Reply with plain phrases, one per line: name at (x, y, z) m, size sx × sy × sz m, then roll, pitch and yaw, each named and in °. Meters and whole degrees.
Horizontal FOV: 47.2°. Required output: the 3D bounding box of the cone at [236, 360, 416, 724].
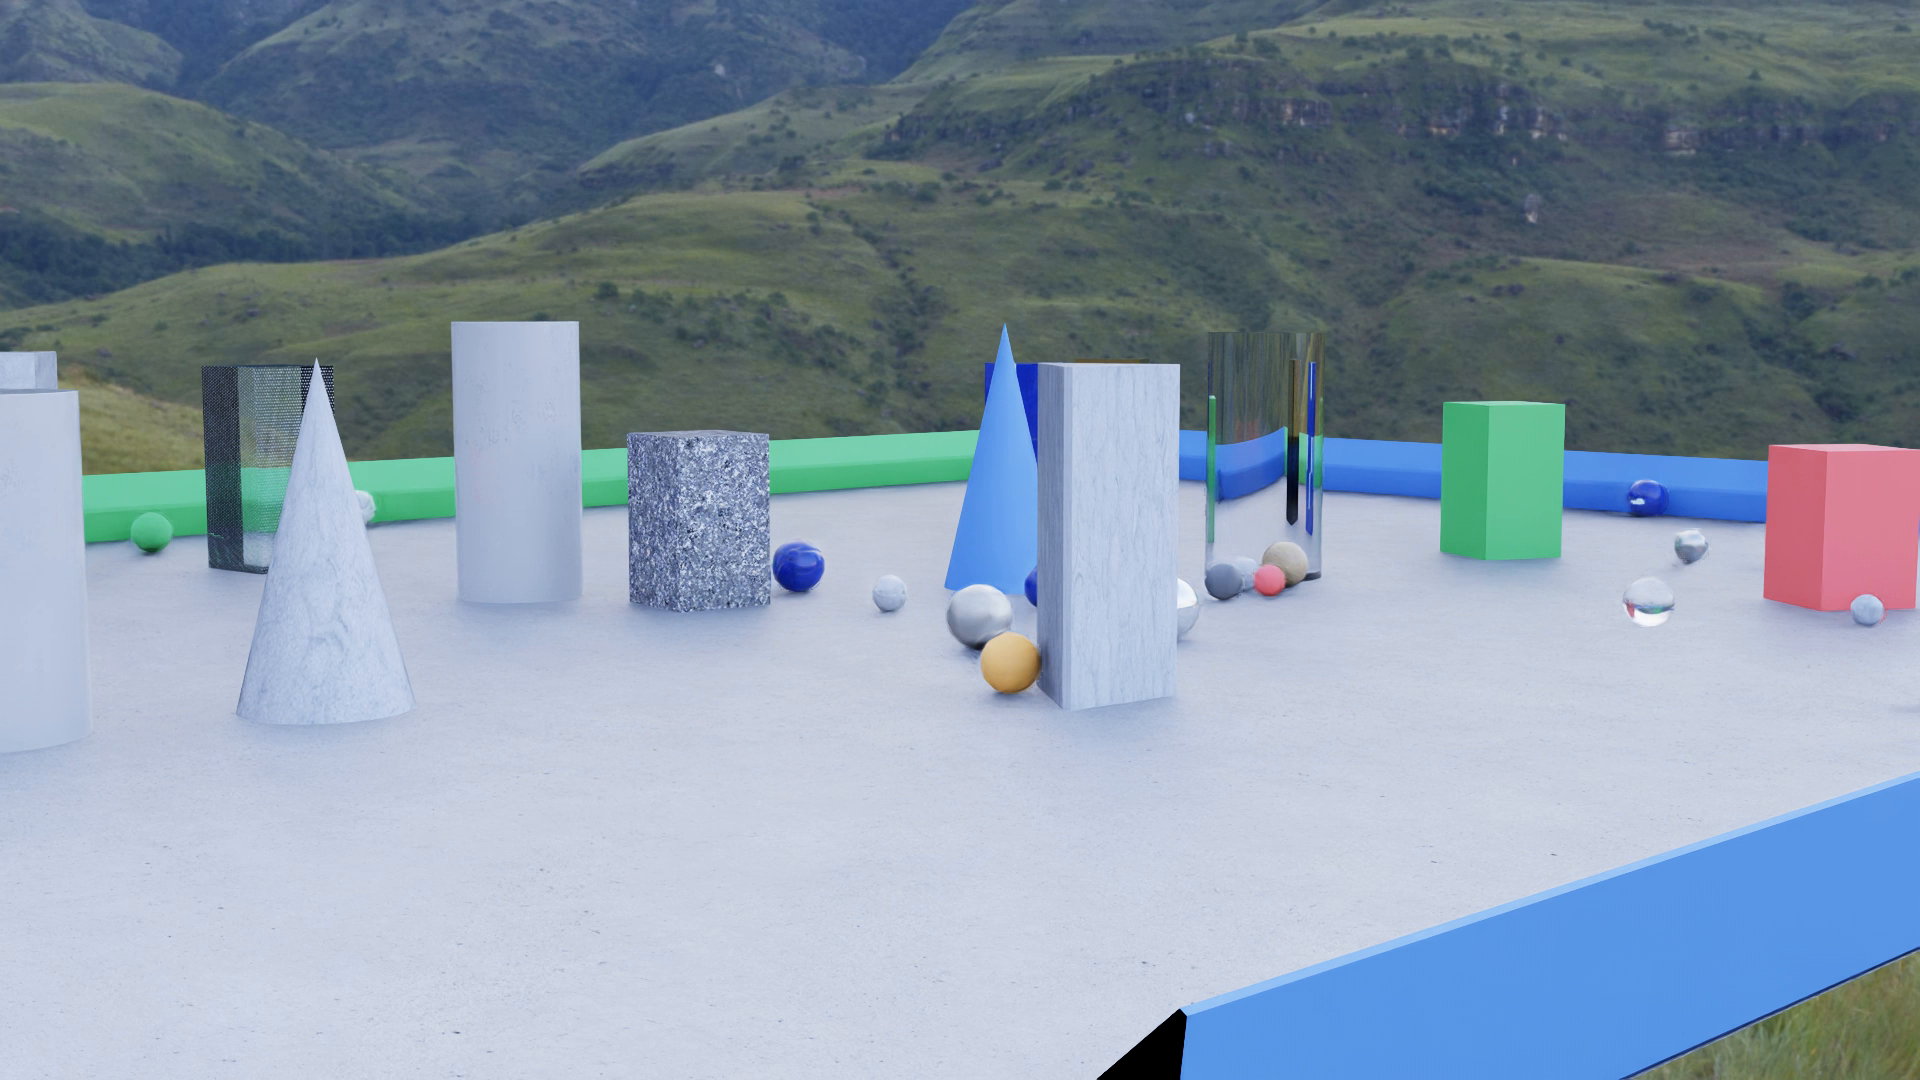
cone at (-0.709, -0.007, 2.444) m, size 0.194 × 0.392 × 0.194 m, roll 0°, pitch 6°, yaw 0°

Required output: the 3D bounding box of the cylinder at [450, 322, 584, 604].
cylinder at (-0.687, -0.126, 3.418) m, size 0.194 × 0.426 × 0.194 m, roll 0°, pitch 6°, yaw 0°

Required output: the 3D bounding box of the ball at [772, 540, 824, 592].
ball at (-0.256, 0.040, 3.475) m, size 0.084 × 0.084 × 0.084 m, roll 0°, pitch 6°, yaw 0°

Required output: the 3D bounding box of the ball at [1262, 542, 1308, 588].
ball at (0.522, 0.039, 3.531) m, size 0.075 × 0.075 × 0.075 m, roll 0°, pitch 6°, yaw 0°

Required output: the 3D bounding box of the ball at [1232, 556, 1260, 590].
ball at (0.452, 0.053, 3.492) m, size 0.054 × 0.054 × 0.054 m, roll 0°, pitch 6°, yaw 0°

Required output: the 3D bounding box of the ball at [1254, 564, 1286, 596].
ball at (0.482, 0.063, 3.422) m, size 0.050 × 0.050 × 0.050 m, roll 0°, pitch 6°, yaw 0°

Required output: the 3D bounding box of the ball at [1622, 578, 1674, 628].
ball at (0.967, 0.088, 3.088) m, size 0.070 × 0.070 × 0.070 m, roll 0°, pitch 6°, yaw 0°

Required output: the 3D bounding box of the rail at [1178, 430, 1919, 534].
rail at (1.536, -0.115, 4.741) m, size 0.045 × 0.126 × 3.577 m, roll -5°, pitch 8°, yaw -42°

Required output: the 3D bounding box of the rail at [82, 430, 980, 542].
rail at (-1.197, -0.102, 4.622) m, size 4.227 × 0.126 × 0.045 m, roll -5°, pitch 8°, yaw -42°

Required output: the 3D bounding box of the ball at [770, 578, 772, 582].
ball at (-0.318, 0.063, 3.434) m, size 0.047 × 0.047 × 0.047 m, roll 0°, pitch 6°, yaw 0°

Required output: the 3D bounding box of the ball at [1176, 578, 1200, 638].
ball at (0.283, 0.091, 2.985) m, size 0.085 × 0.085 × 0.085 m, roll 0°, pitch 6°, yaw 0°

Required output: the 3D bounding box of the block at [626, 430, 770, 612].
block at (-0.396, -0.032, 3.333) m, size 0.156 × 0.258 × 0.156 m, roll -4°, pitch 7°, yaw -37°

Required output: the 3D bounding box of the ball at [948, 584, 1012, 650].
ball at (0.026, 0.101, 2.884) m, size 0.086 × 0.086 × 0.086 m, roll 0°, pitch 6°, yaw 0°

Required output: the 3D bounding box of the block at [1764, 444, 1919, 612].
block at (1.335, -0.022, 3.332) m, size 0.156 × 0.237 × 0.156 m, roll -1°, pitch 6°, yaw -11°

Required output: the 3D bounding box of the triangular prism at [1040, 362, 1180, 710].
triangular prism at (0.140, -0.012, 2.539) m, size 0.168 × 0.382 × 0.146 m, roll -5°, pitch 8°, yaw -38°

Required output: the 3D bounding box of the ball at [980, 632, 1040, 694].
ball at (0.058, 0.143, 2.558) m, size 0.071 × 0.071 × 0.071 m, roll 0°, pitch 6°, yaw 0°

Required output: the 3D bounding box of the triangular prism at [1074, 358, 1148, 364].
triangular prism at (0.355, -0.217, 4.696) m, size 0.168 × 0.340 × 0.146 m, roll 5°, pitch 8°, yaw 42°

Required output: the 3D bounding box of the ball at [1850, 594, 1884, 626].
ball at (1.280, 0.099, 3.103) m, size 0.045 × 0.045 × 0.045 m, roll 0°, pitch 6°, yaw 0°

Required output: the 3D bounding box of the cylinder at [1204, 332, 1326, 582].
cylinder at (0.508, -0.142, 3.670) m, size 0.194 × 0.406 × 0.194 m, roll 0°, pitch 6°, yaw 0°

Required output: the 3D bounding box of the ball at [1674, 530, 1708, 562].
ball at (1.293, 0.011, 3.888) m, size 0.057 × 0.057 × 0.057 m, roll 0°, pitch 6°, yaw 0°

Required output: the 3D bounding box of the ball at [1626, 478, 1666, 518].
ball at (1.475, -0.090, 4.723) m, size 0.082 × 0.082 × 0.082 m, roll 0°, pitch 6°, yaw 0°

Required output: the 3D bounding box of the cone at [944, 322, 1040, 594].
cone at (0.071, -0.136, 3.526) m, size 0.194 × 0.424 × 0.194 m, roll 0°, pitch 6°, yaw 0°

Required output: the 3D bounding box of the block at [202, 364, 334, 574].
block at (-1.190, -0.126, 3.795) m, size 0.156 × 0.348 × 0.156 m, roll 5°, pitch 8°, yaw 39°

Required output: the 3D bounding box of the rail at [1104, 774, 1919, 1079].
rail at (1.197, 0.168, 2.042) m, size 4.227 × 0.126 × 0.045 m, roll -5°, pitch 8°, yaw -42°

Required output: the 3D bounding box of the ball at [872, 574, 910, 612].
ball at (-0.102, 0.079, 3.248) m, size 0.055 × 0.055 × 0.055 m, roll 0°, pitch 6°, yaw 0°

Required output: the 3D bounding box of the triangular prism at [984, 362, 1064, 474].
triangular prism at (0.161, -0.183, 4.379) m, size 0.168 × 0.339 × 0.146 m, roll 5°, pitch 8°, yaw 40°

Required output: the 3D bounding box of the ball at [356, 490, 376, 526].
ball at (-1.239, -0.065, 4.514) m, size 0.076 × 0.076 × 0.076 m, roll 0°, pitch 6°, yaw 0°

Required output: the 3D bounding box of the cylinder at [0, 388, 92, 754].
cylinder at (-1.011, 0.027, 2.280) m, size 0.194 × 0.360 × 0.194 m, roll 0°, pitch 6°, yaw 0°

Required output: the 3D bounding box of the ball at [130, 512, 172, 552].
ball at (-1.488, -0.014, 4.048) m, size 0.073 × 0.073 × 0.073 m, roll 0°, pitch 6°, yaw 0°

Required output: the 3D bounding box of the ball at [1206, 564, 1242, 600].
ball at (0.405, 0.064, 3.378) m, size 0.057 × 0.057 × 0.057 m, roll 0°, pitch 6°, yaw 0°

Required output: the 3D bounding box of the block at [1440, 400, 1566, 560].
block at (0.985, -0.111, 4.001) m, size 0.156 × 0.275 × 0.156 m, roll -2°, pitch 6°, yaw -18°

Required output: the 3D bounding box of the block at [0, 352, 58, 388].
block at (-1.556, -0.115, 3.561) m, size 0.156 × 0.376 × 0.156 m, roll -1°, pitch 6°, yaw -10°

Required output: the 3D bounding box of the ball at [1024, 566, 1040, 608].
ball at (0.129, 0.070, 3.272) m, size 0.068 × 0.068 × 0.068 m, roll 0°, pitch 6°, yaw 0°
